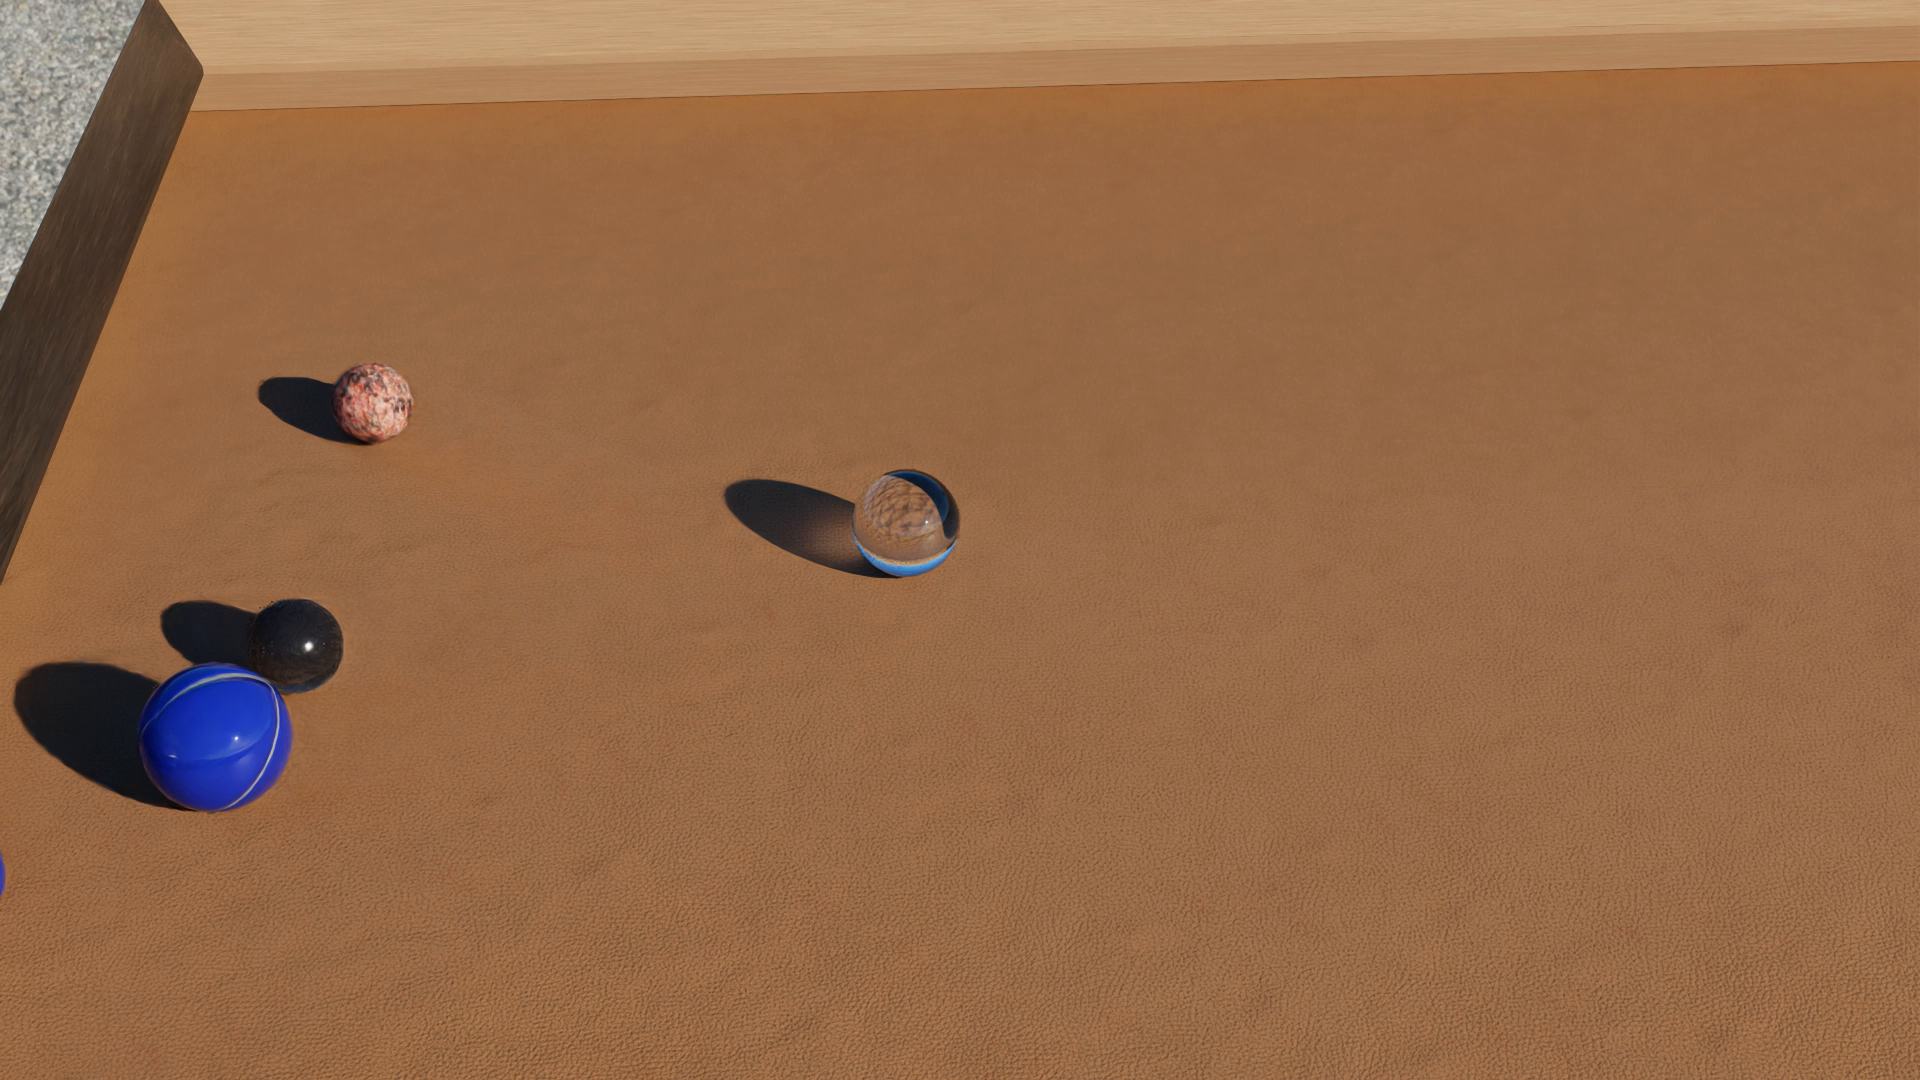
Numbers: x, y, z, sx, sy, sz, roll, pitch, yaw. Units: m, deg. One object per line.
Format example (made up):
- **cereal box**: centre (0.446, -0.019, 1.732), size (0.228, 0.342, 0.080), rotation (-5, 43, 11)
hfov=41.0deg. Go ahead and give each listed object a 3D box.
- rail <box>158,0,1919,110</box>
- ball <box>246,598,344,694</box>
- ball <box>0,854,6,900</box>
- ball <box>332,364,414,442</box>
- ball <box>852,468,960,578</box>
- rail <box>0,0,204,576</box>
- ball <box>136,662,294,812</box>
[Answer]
- **rail**: centre (0.625, -0.485, 2.388), size (2.708, 0.119, 0.045), rotation (-2, 36, -3)
- **ball**: centre (-0.431, 0.069, 1.665), size (0.062, 0.062, 0.062), rotation (0, 36, 0)
- **ball**: centre (-0.587, 0.196, 1.484), size (0.065, 0.065, 0.065), rotation (0, 36, 0)
- **ball**: centre (-0.436, -0.102, 1.906), size (0.059, 0.059, 0.059), rotation (0, 36, 0)
- **ball**: centre (-0.037, -0.012, 1.767), size (0.075, 0.075, 0.075), rotation (0, 36, 0)
- **rail**: centre (-0.652, 0.002, 1.707), size (0.045, 0.119, 1.546), rotation (-2, 36, -3)
- **ball**: centre (-0.455, 0.120, 1.567), size (0.092, 0.092, 0.092), rotation (0, 36, 0)
